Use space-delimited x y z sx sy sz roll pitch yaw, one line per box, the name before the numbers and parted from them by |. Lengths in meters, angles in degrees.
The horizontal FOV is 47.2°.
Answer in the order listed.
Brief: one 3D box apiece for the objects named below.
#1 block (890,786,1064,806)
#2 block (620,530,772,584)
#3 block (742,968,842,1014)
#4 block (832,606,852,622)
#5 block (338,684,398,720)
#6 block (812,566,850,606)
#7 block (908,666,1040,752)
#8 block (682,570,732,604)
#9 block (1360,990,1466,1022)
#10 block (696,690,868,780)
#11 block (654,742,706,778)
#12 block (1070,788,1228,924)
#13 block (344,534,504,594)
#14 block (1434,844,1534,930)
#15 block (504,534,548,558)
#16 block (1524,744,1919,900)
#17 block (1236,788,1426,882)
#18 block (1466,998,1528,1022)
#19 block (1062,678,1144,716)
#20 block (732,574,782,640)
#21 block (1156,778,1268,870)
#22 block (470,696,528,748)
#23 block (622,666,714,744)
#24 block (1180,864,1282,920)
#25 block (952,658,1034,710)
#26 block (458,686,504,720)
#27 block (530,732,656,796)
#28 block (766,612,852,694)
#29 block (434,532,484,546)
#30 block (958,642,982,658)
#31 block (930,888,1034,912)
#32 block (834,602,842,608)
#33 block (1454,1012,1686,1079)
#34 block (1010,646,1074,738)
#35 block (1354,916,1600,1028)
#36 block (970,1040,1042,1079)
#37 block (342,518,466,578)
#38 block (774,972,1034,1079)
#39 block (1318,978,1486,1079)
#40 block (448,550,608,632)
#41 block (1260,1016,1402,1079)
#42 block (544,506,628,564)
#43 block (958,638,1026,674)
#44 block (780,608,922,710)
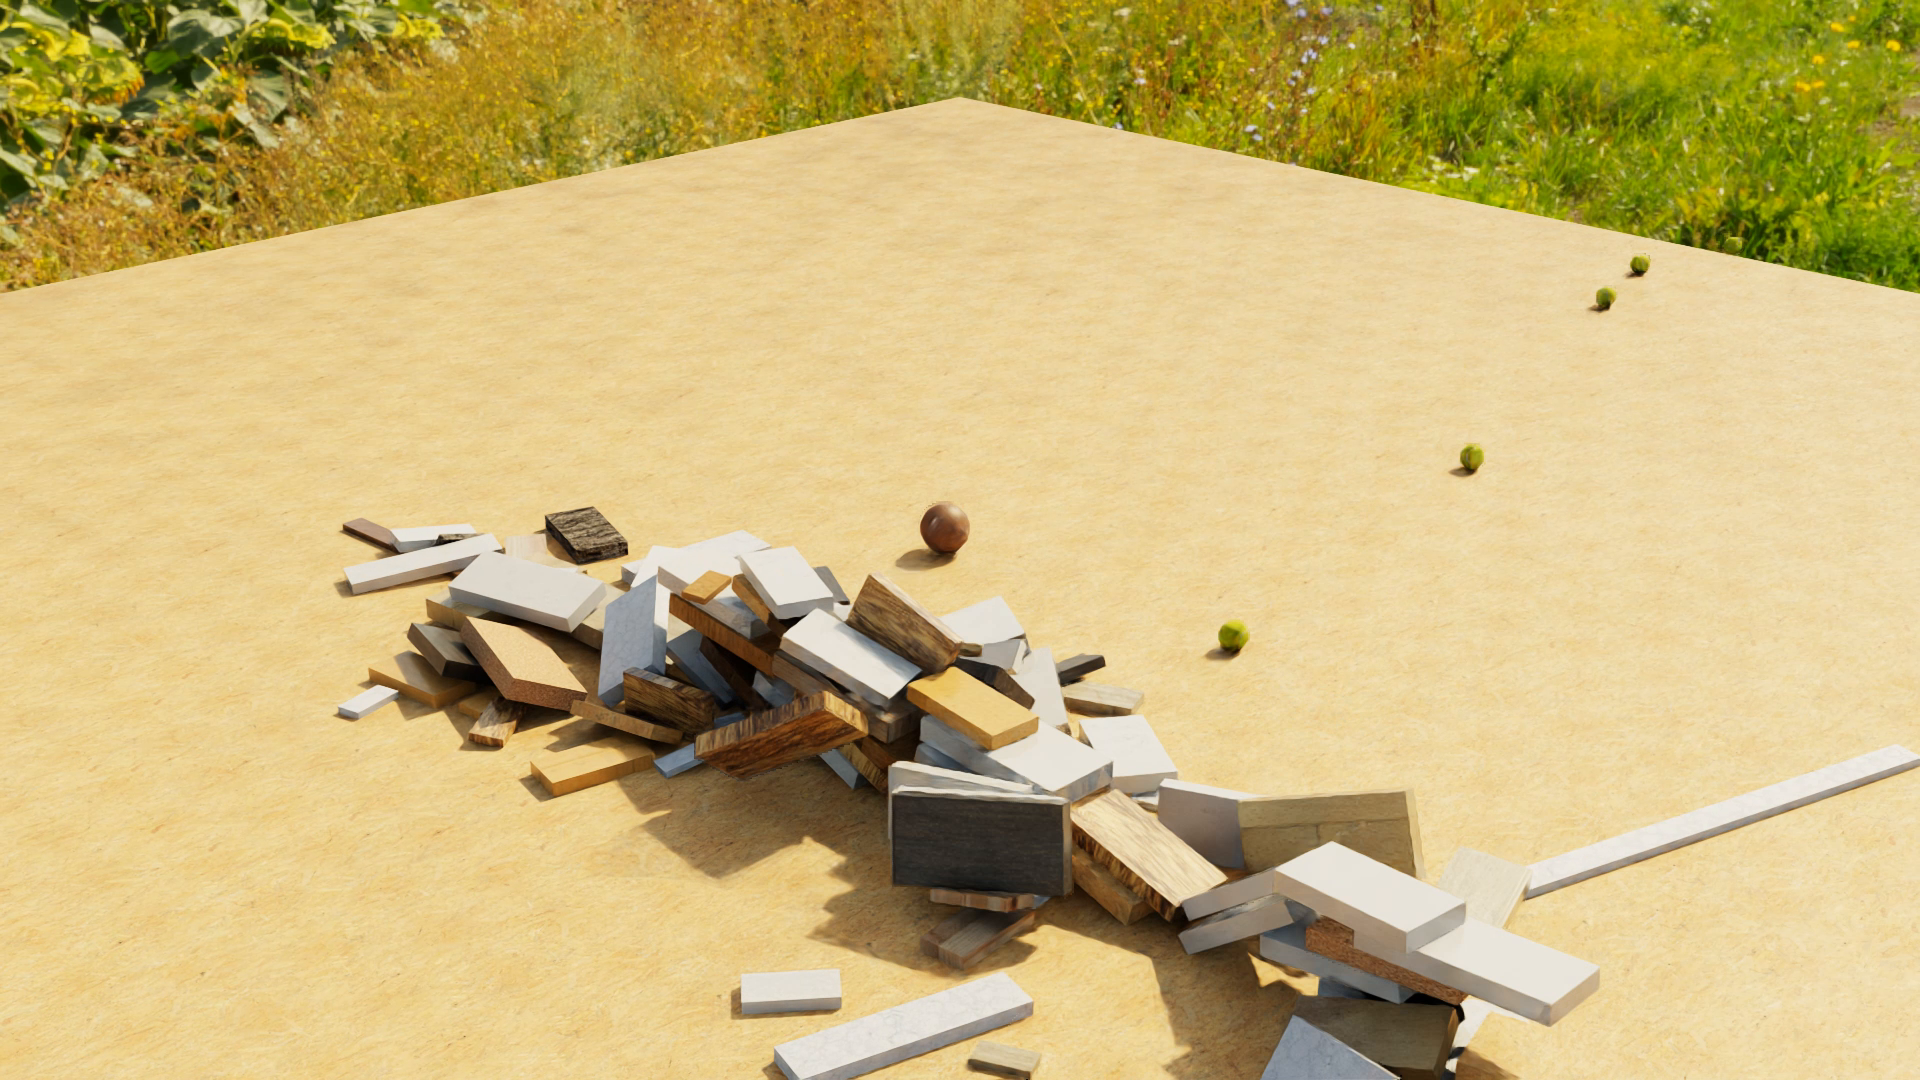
block | 0.036 0.562 4.146 0.336 0.168 0.048 1 13 24
block | -0.666 0.056 5.579 0.366 0.038 0.135 -18 29 -35
block | -0.296 0.792 3.862 0.174 0.025 0.087 -2 23 -5
block | -0.320 0.232 5.075 0.299 0.042 0.149 -6 53 -13
block | -1.315 0.360 4.889 0.062 0.017 0.123 13 26 28
block | -0.353 0.127 5.422 0.111 0.031 0.221 -7 24 -16
block | 0.025 0.336 4.399 0.126 0.036 0.252 -19 34 -38
block | -0.550 0.103 4.775 0.058 0.016 0.115 16 29 20
block | 0.759 0.772 3.745 0.103 0.029 0.207 -25 28 -10
block | -0.360 0.395 4.432 0.319 0.150 0.043 -21 56 25
block | -0.550 0.448 4.647 0.191 0.016 0.058 -23 31 -26
block | 0.346 0.592 4.139 0.147 0.042 0.293 -20 45 -40
block | -1.352 0.059 5.547 0.382 0.029 0.103 -15 28 -22
block | 0.947 0.677 4.068 0.143 0.041 0.286 17 32 24
block | -1.109 0.041 5.628 0.104 0.029 0.207 -5 23 -11
block | 1.474 0.570 4.394 1.226 0.019 0.067 -12 26 -26
block | 0.689 0.558 4.098 0.336 0.168 0.048 -8 -1 31
block | 0.927 0.823 3.801 0.109 0.015 0.054 7 24 16
block | 0.309 0.352 4.897 0.183 0.026 0.091 9 25 21
block | -0.368 0.145 4.714 0.124 0.035 0.248 -17 45 -37
block | 0.524 0.559 4.254 0.286 0.143 0.041 8 17 19
block | -1.001 0.394 4.775 0.076 0.022 0.153 11 29 6
block | -0.631 0.361 4.762 0.231 0.116 0.033 15 27 32
block | 0.536 0.619 3.946 0.136 0.039 0.273 -12 -12 -38
block | -0.004 0.295 4.614 0.301 0.150 0.043 9 65 39
block | -1.029 0.356 4.893 0.076 0.022 0.153 18 29 37
block | -0.770 0.469 4.613 0.231 0.033 0.116 -15 27 -31
block | -0.274 0.216 4.585 0.124 0.035 0.248 -23 51 -41
block | -1.285 0.006 5.651 0.119 0.059 0.017 -2 60 -29
block | -0.006 0.227 4.593 0.103 0.015 0.052 5 -19 4
block | 0.041 0.657 4.050 0.174 0.025 0.087 1 1 37
block | -0.285 0.214 5.217 0.111 0.031 0.221 -13 26 -28
block | 0.981 0.867 3.540 0.325 0.046 0.162 13 26 29
block | 0.140 0.354 4.770 0.169 0.048 0.338 -18 26 4
block | 0.837 0.679 3.579 0.147 0.042 0.368 -21 27 -41
block | 0.076 0.871 3.688 0.109 0.015 0.054 8 24 19
block | -1.204 0.098 5.508 1.098 0.017 0.059 19 30 38
block | -0.092 0.837 3.751 0.447 0.029 0.103 -13 26 -27
block | 0.950 0.918 3.538 0.162 0.046 0.922 -15 27 -31
block | -1.025 0.119 5.210 0.351 0.042 0.149 13 41 25
block | 0.611 0.884 3.507 0.273 0.136 0.039 26 -2 46
block | -0.977 -0.014 5.745 0.135 0.038 0.271 -11 26 -25
block | -0.050 0.278 4.791 0.420 0.022 0.079 -10 44 32
block | -0.224 0.243 4.508 0.266 0.036 0.126 29 38 18
